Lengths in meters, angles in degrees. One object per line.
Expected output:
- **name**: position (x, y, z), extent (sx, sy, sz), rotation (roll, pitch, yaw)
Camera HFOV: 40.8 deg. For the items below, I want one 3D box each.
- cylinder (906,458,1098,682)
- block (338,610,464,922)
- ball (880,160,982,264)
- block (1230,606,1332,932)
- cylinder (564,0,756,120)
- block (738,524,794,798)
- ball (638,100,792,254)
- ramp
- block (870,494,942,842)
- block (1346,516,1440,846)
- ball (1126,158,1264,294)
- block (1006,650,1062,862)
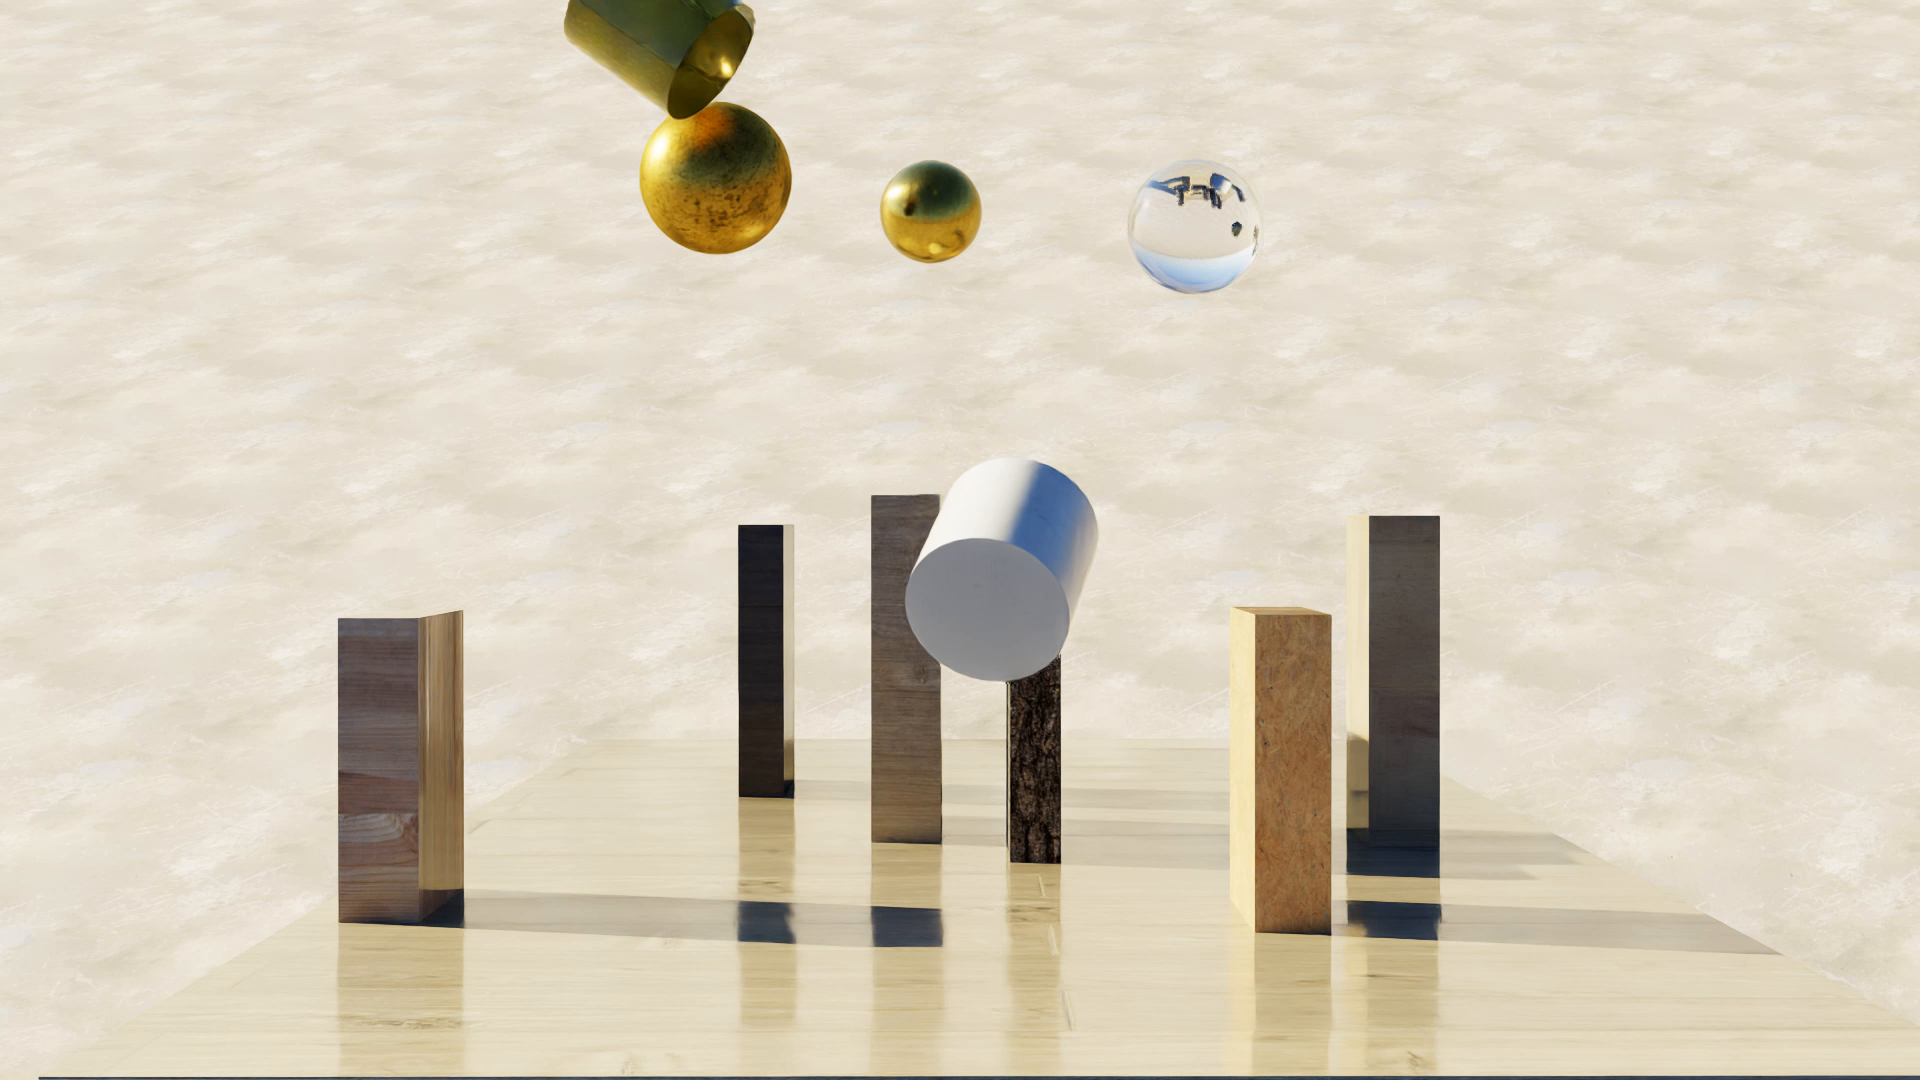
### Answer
- **cylinder**: position (0.048, 0.031, 2.818), extent (0.179, 0.179, 0.179), rotation (6, 31, 11)
- **block**: position (-0.814, 0.321, 3.780), extent (0.113, 0.426, 0.333), rotation (0, 0, 0)
- **ball**: position (-0.031, -0.354, 2.791), extent (0.111, 0.111, 0.111), rotation (0, 29, 0)
- **block**: position (0.454, 0.317, 3.683), extent (0.105, 0.434, 0.320), rotation (0, 0, 0)
- **cylinder**: position (-0.289, -0.495, 2.489), extent (0.130, 0.130, 0.130), rotation (37, 39, 12)
- **block**: position (-0.404, 0.243, 5.412), extent (0.092, 0.553, 0.349), rotation (0, 0, 0)
- **ball**: position (-0.243, -0.360, 2.574), extent (0.152, 0.152, 0.152), rotation (0, 29, 0)
- **ramp**: position (0.064, 0.576, 4.620), extent (2.000, 0.100, 4.000), rotation (0, 0, 0)
- **block**: position (-0.094, 0.223, 4.711), extent (0.122, 0.606, 0.412), rotation (0, 0, 0)
- **block**: position (0.765, 0.241, 4.581), extent (0.123, 0.570, 0.256), rotation (0, 0, 0)
- **ball**: position (0.201, -0.267, 2.207), extent (0.116, 0.116, 0.116), rotation (0, 29, 0)
- **block**: position (0.124, 0.315, 4.403), extent (0.084, 0.426, 0.324), rotation (0, 0, 0)
